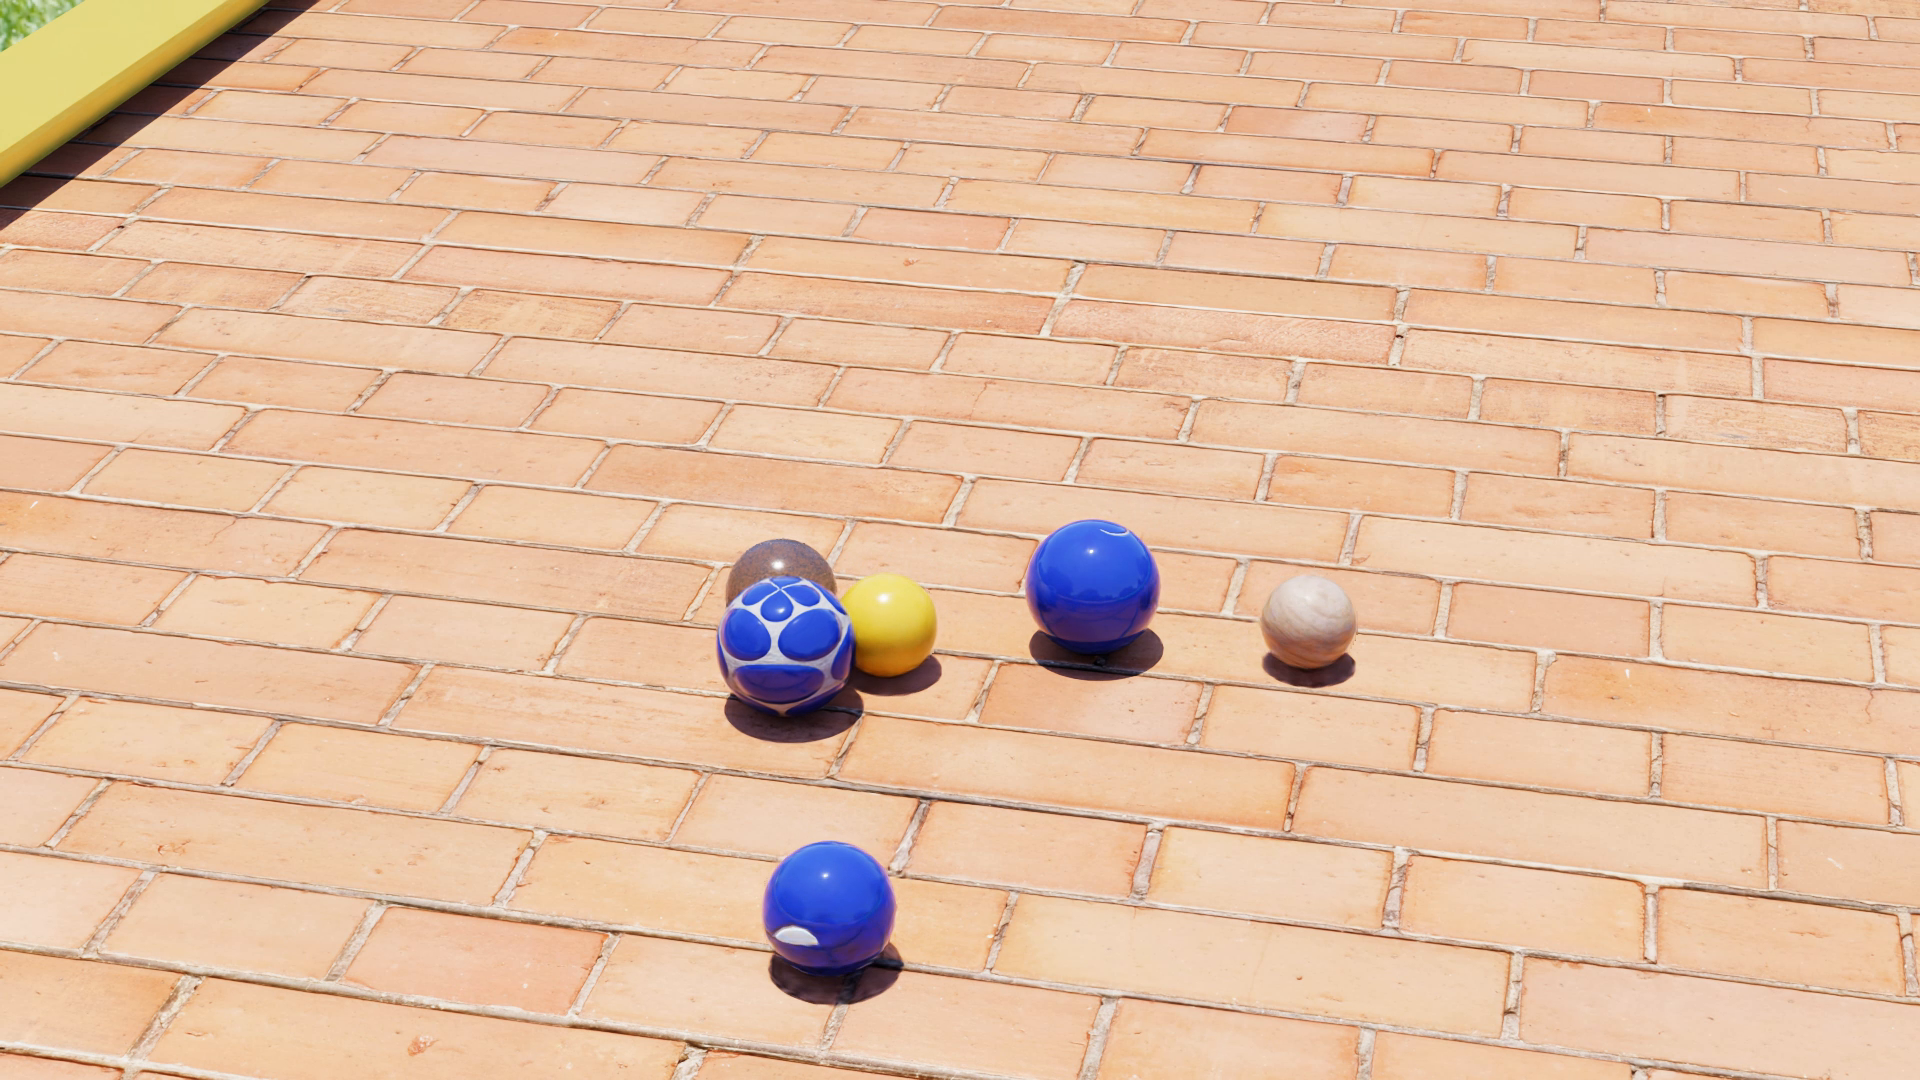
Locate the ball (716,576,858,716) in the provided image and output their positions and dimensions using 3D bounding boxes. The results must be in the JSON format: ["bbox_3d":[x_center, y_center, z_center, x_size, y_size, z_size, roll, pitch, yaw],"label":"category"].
[{"bbox_3d":[-0.097,0.059,1.639,0.079,0.079,0.079,0,27,0],"label":"ball"}]

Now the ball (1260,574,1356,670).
[{"bbox_3d":[0.200,0.047,1.688,0.055,0.055,0.055,0,27,0],"label":"ball"}]

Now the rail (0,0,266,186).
[{"bbox_3d":[-0.690,-0.473,2.637,0.045,0.103,3.285,6,28,11],"label":"rail"}]

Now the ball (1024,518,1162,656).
[{"bbox_3d":[0.077,0.027,1.701,0.079,0.079,0.079,0,27,0],"label":"ball"}]

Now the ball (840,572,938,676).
[{"bbox_3d":[-0.042,0.048,1.681,0.060,0.060,0.060,0,27,0],"label":"ball"}]

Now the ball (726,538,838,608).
[{"bbox_3d":[-0.104,0.032,1.707,0.065,0.065,0.065,0,27,0],"label":"ball"}]

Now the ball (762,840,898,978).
[{"bbox_3d":[-0.063,0.178,1.424,0.066,0.066,0.066,0,27,0],"label":"ball"}]
